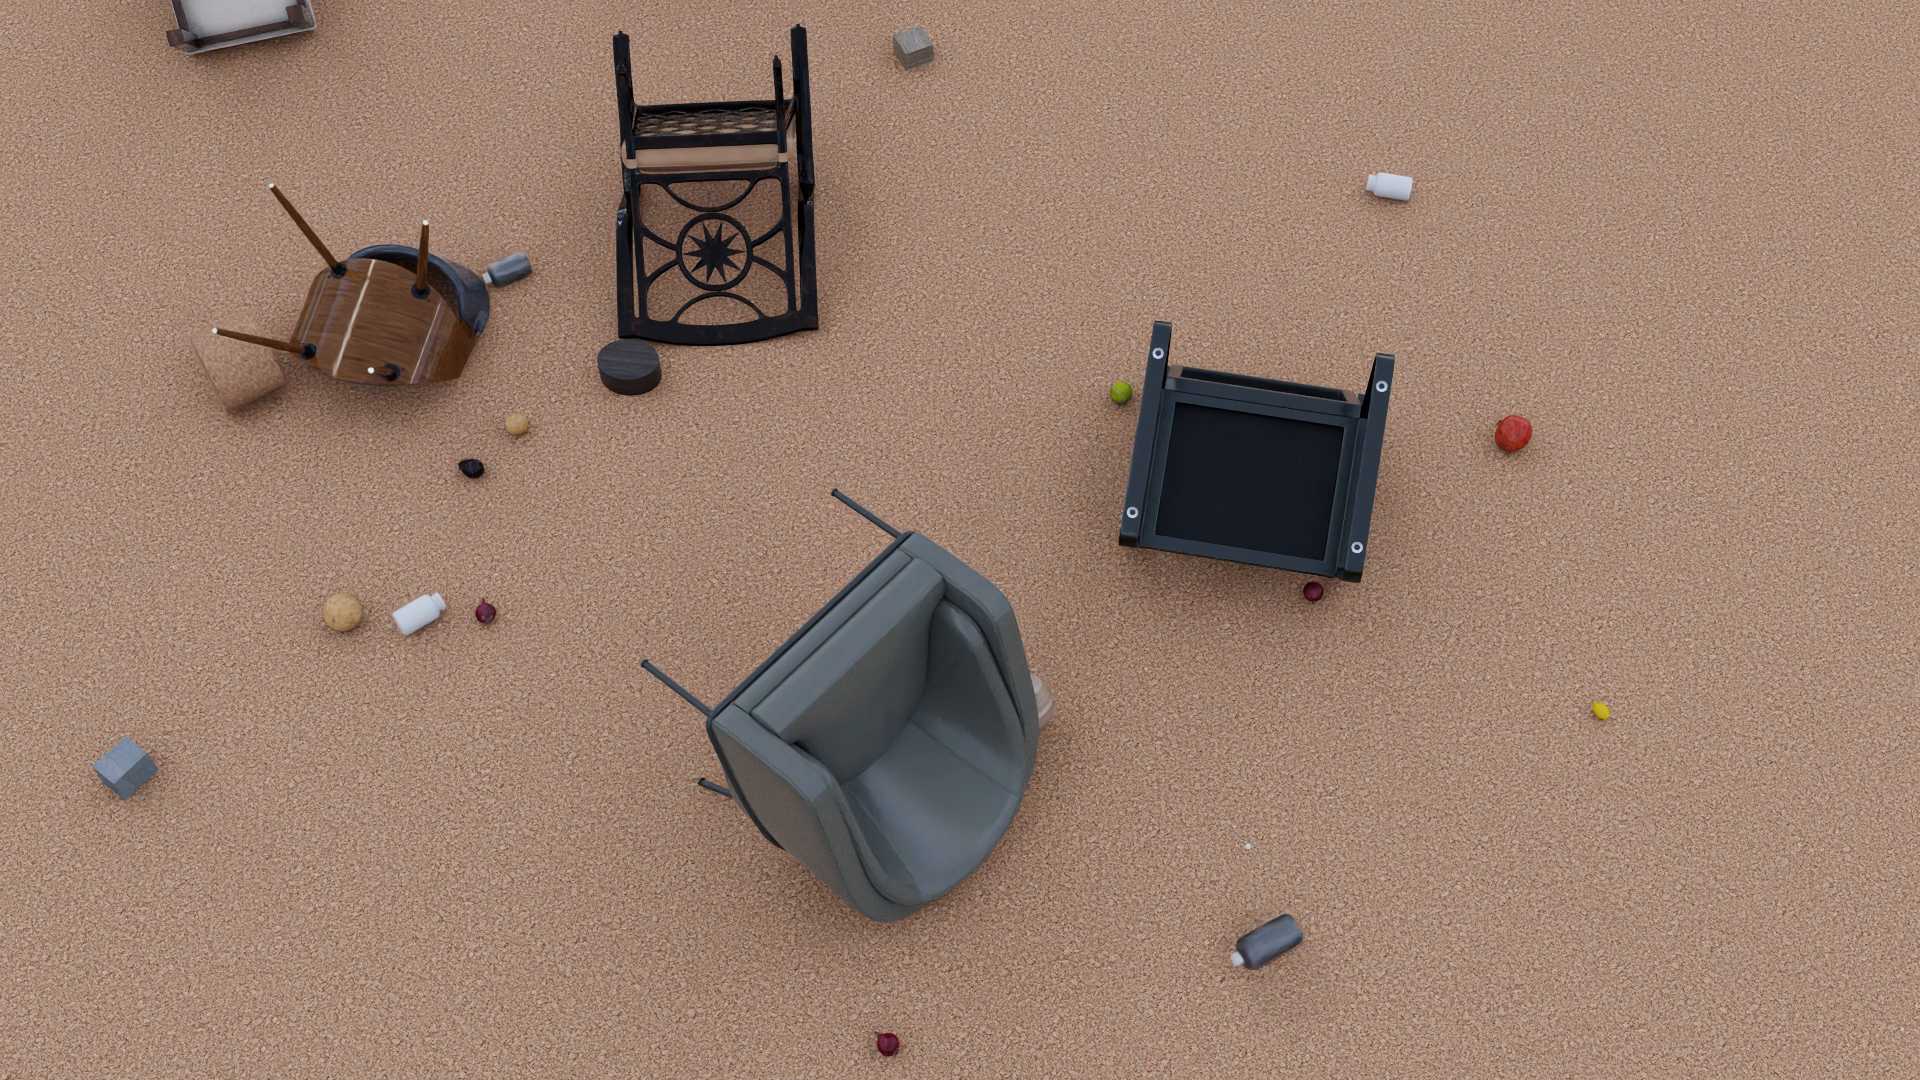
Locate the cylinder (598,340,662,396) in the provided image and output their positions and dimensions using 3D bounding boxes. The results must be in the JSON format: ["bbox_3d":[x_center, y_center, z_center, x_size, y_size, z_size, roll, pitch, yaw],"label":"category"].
[{"bbox_3d":[-1.035,-0.541,6.888,0.194,0.081,0.161,8,56,5],"label":"cylinder"}]

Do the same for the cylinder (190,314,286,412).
[{"bbox_3d":[-2.235,-0.549,6.813,0.194,0.199,0.252,-27,93,-17],"label":"cylinder"}]

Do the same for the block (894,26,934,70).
[{"bbox_3d":[-0.163,-1.718,7.681,0.106,0.076,0.104,-22,59,-14],"label":"block"}]

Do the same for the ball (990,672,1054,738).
[{"bbox_3d":[0.172,0.461,6.155,0.182,0.182,0.182,0,56,0],"label":"ball"}]

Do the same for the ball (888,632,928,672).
[{"bbox_3d":[-0.148,0.320,6.290,0.115,0.115,0.115,0,56,0],"label":"ball"}]

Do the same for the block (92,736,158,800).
[{"bbox_3d":[-2.310,0.632,6.089,0.089,0.102,0.121,32,62,20],"label":"block"}]

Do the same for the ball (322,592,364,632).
[{"bbox_3d":[-1.787,0.208,6.366,0.113,0.113,0.113,0,56,0],"label":"ball"}]

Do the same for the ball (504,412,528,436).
[{"bbox_3d":[-1.366,-0.357,6.770,0.072,0.072,0.072,0,56,0],"label":"ball"}]
